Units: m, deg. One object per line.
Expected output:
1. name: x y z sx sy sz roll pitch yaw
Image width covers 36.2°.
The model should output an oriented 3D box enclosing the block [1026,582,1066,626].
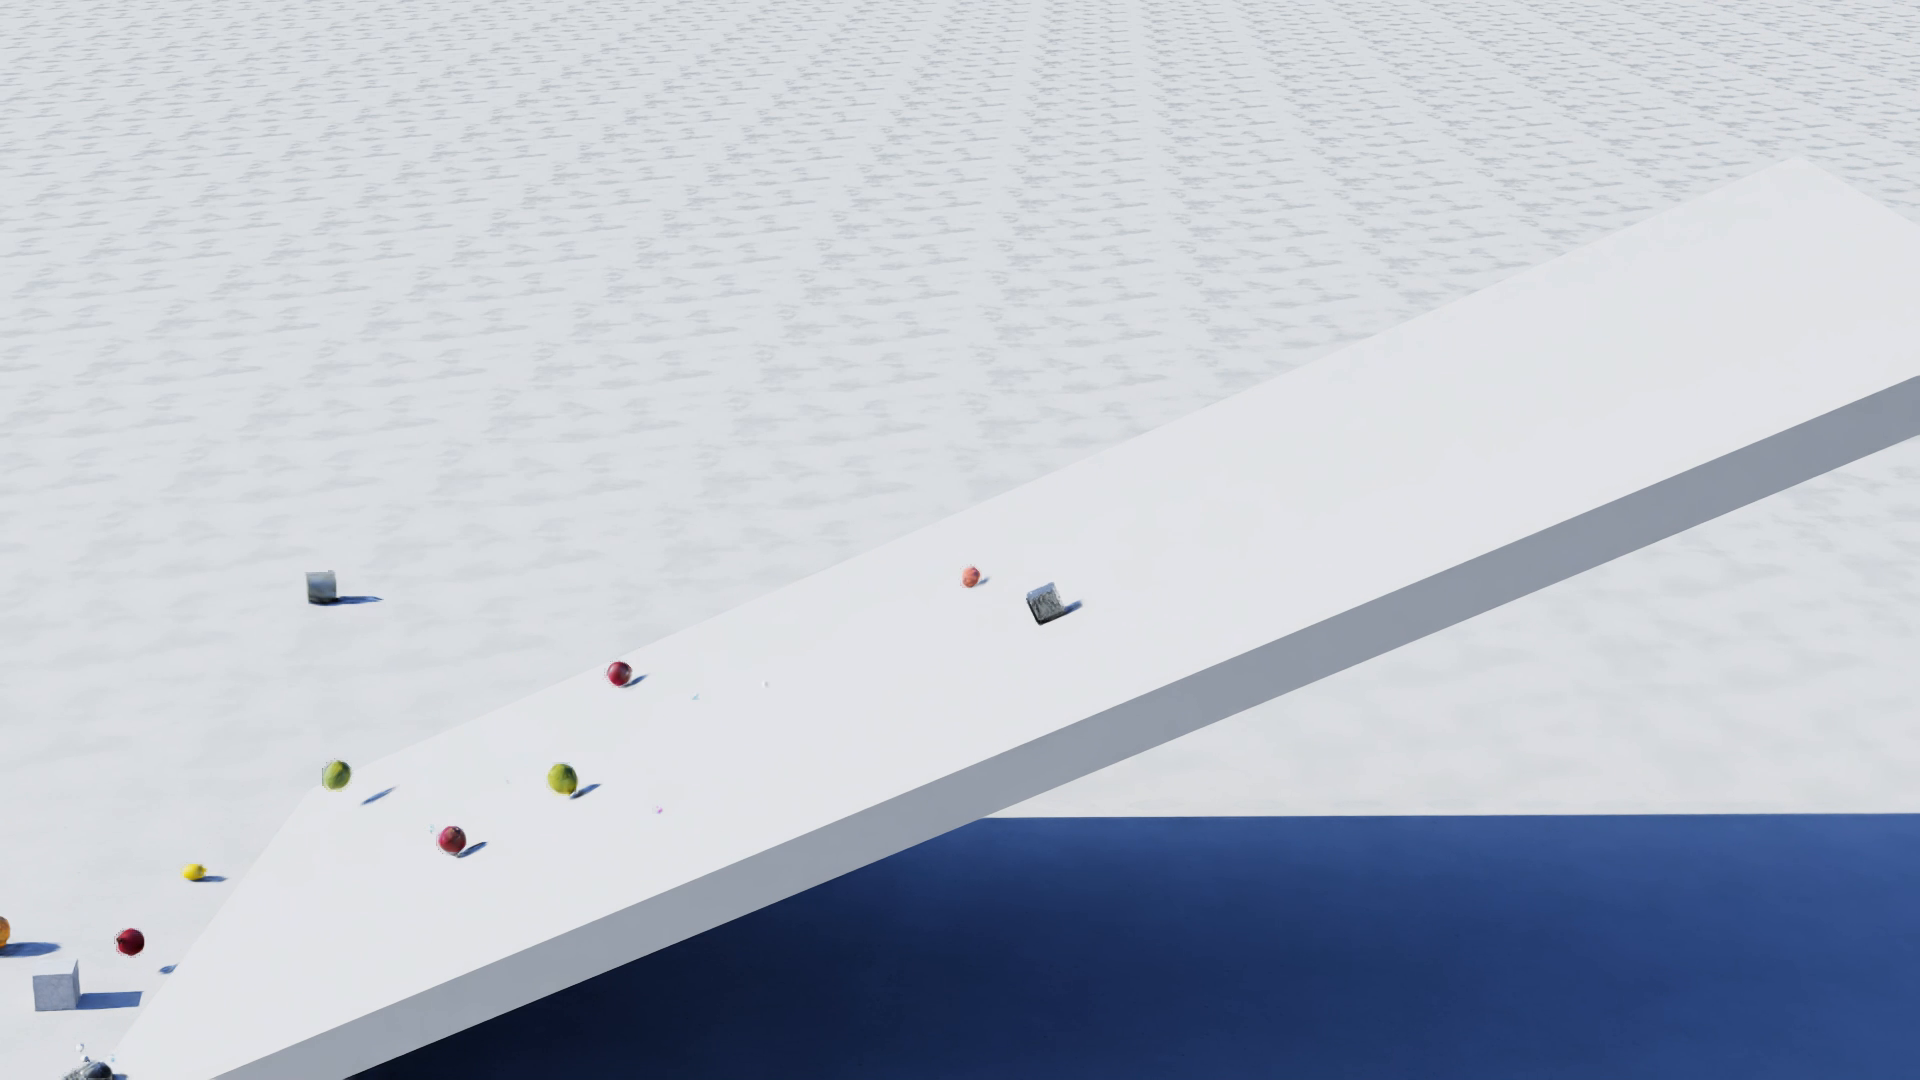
1. block: 0.175 0.131 6.001 0.059 0.059 0.059 -23 13 8

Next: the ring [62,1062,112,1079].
1. ring: -1.735 1.078 5.795 0.139 0.046 0.139 -25 12 6

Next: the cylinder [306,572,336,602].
1. cylinder: -2.061 0.154 9.488 0.090 0.090 0.090 -5 16 -16

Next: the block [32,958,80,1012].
1. block: -1.986 0.977 6.464 0.085 0.085 0.085 -2 15 -9

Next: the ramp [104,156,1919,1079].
1. ramp: 0.133 0.170 6.284 4.000 0.100 2.000 -23 13 8
